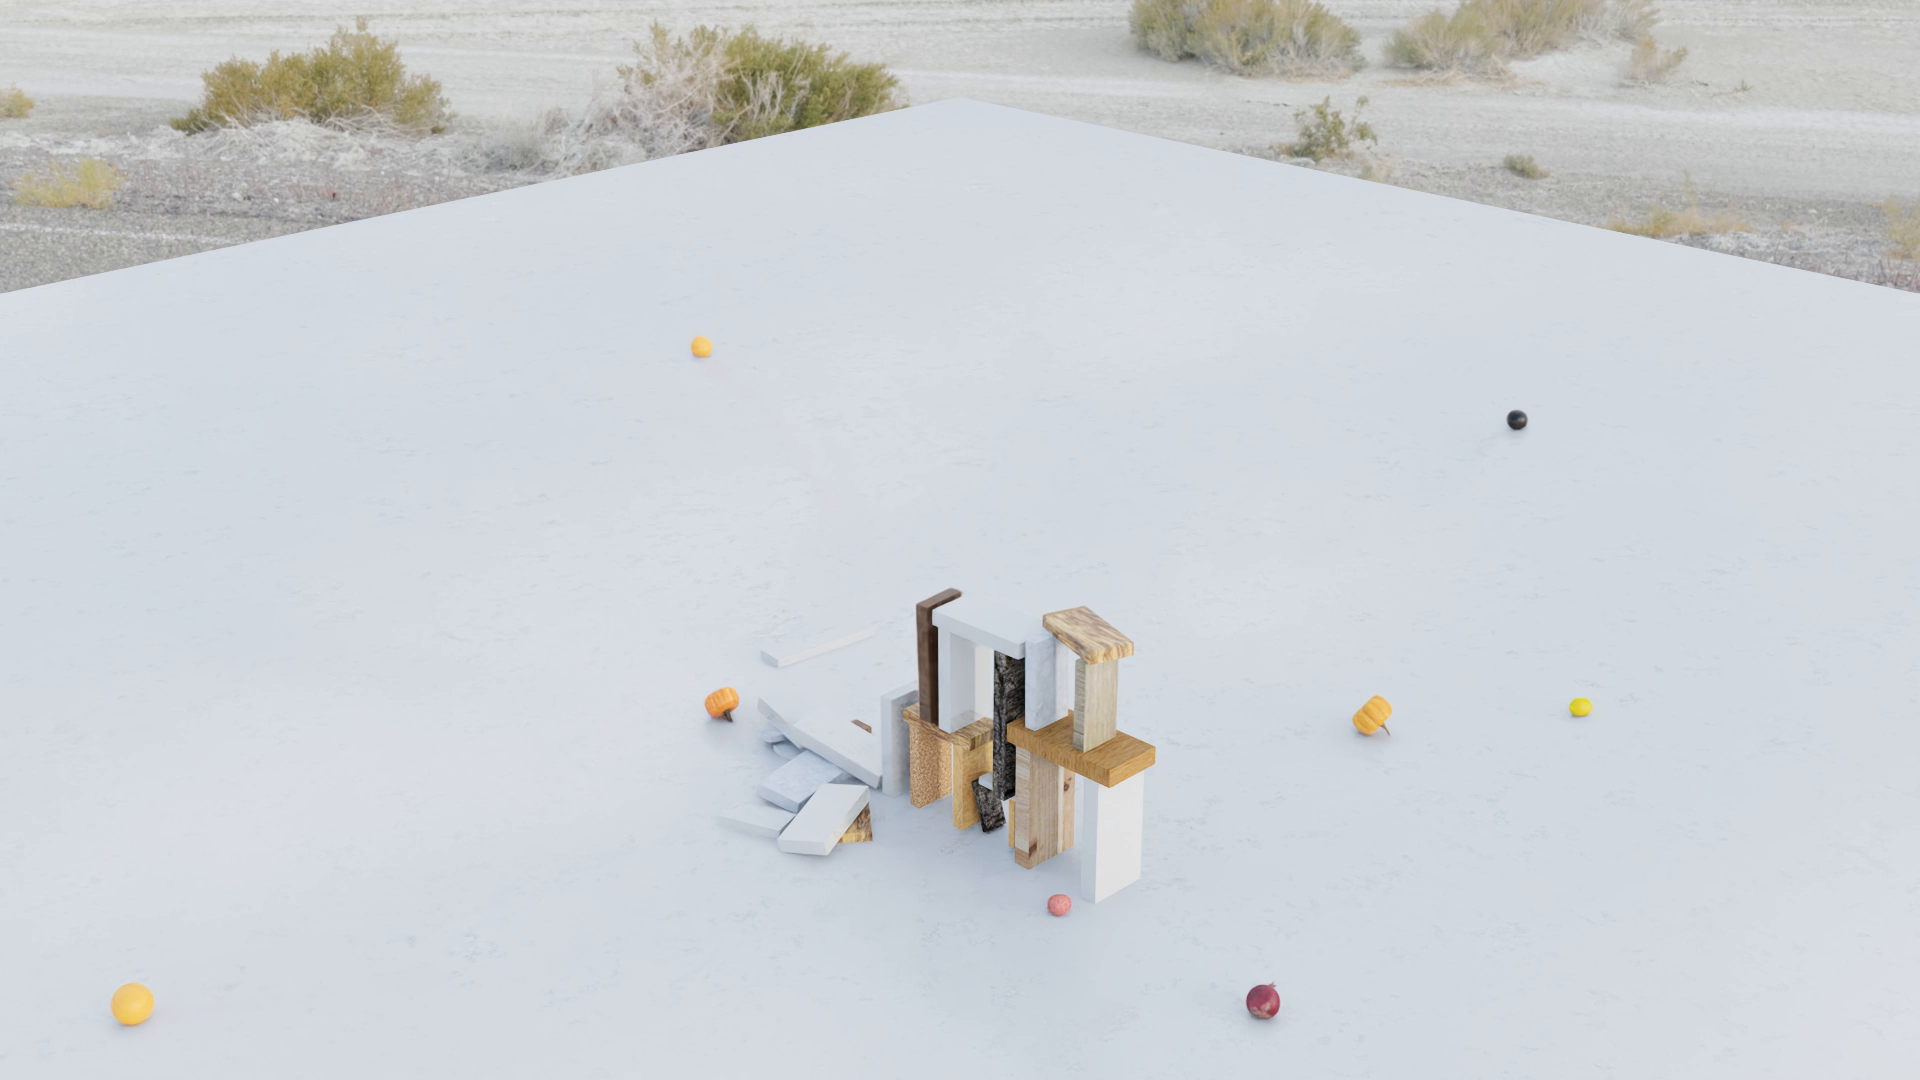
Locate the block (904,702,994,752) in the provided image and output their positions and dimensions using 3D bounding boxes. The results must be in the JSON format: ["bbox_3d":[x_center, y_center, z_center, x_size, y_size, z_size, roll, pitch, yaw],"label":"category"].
[{"bbox_3d":[-0.015,0.364,4.394,0.185,0.026,0.093,21,31,41],"label":"block"}]

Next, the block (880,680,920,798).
[{"bbox_3d":[-0.110,0.407,4.518,0.111,0.222,0.031,-21,30,-41],"label":"block"}]

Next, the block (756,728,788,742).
[{"bbox_3d":[-0.381,0.416,4.728,0.102,0.014,0.051,-6,13,-39],"label":"block"}]

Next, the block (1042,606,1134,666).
[{"bbox_3d":[0.237,0.176,4.087,0.091,0.026,0.183,-11,25,-24],"label":"block"}]

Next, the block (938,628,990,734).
[{"bbox_3d":[0.009,0.257,4.326,0.032,0.224,0.112,21,31,40],"label":"block"}]

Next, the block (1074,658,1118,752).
[{"bbox_3d":[0.252,0.294,4.075,0.026,0.183,0.091,21,31,40],"label":"block"}]

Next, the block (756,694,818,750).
[{"bbox_3d":[-0.340,0.389,4.744,0.111,0.031,0.222,-2,19,-30],"label":"block"}]

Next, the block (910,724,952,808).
[{"bbox_3d":[-0.059,0.444,4.476,0.026,0.185,0.093,21,31,41],"label":"block"}]

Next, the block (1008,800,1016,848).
[{"bbox_3d":[0.120,0.548,4.333,0.053,0.106,0.015,-21,31,-40],"label":"block"}]

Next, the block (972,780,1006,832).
[{"bbox_3d":[0.058,0.524,4.390,0.053,0.106,0.015,-21,13,-41],"label":"block"}]

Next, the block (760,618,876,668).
[{"bbox_3d":[-0.332,0.240,5.169,0.281,0.020,0.072,-18,29,-36],"label":"block"}]

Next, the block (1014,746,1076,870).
[{"bbox_3d":[0.165,0.496,4.259,0.037,0.259,0.130,21,31,41],"label":"block"}]

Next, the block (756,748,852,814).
[{"bbox_3d":[-0.315,0.492,4.544,0.104,0.029,0.208,23,31,25],"label":"block"}]

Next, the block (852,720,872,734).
[{"bbox_3d":[-0.247,0.418,4.757,0.102,0.014,0.051,-19,30,-38],"label":"block"}]

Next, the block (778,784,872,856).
[{"bbox_3d":[-0.269,0.554,4.374,0.104,0.029,0.208,0,26,25],"label":"block"}]

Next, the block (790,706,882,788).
[{"bbox_3d":[-0.234,0.432,4.605,0.222,0.031,0.111,29,31,19],"label":"block"}]

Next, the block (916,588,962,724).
[{"bbox_3d":[-0.038,0.229,4.358,0.029,0.250,0.104,17,28,38],"label":"block"}]

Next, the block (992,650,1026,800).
[{"bbox_3d":[0.114,0.341,4.243,0.032,0.315,0.112,21,31,40],"label":"block"}]

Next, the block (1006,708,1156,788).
[{"bbox_3d":[0.227,0.384,4.145,0.259,0.037,0.130,21,31,40],"label":"block"}]

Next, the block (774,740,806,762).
[{"bbox_3d":[-0.350,0.455,4.670,0.051,0.014,0.102,-14,27,-29],"label":"block"}]

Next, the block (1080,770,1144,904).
[{"bbox_3d":[0.288,0.544,4.147,0.130,0.259,0.037,-21,31,-41],"label":"block"}]

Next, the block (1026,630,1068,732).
[{"bbox_3d":[0.164,0.260,4.155,0.026,0.183,0.091,20,30,41],"label":"block"}]

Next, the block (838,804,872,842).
[{"bbox_3d":[-0.216,0.561,4.414,0.072,0.020,0.143,-2,23,-5],"label":"block"}]

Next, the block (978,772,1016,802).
[{"bbox_3d":[0.093,0.483,4.331,0.053,0.015,0.106,-21,31,-41],"label":"block"}]

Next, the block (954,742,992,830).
[{"bbox_3d":[0.028,0.479,4.395,0.026,0.185,0.093,21,31,41],"label":"block"}]

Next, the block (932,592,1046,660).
[{"bbox_3d":[0.066,0.164,4.219,0.224,0.032,0.112,20,30,39],"label":"block"}]

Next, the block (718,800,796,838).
[{"bbox_3d":[-0.407,0.560,4.415,0.143,0.020,0.072,11,25,23],"label":"block"}]
